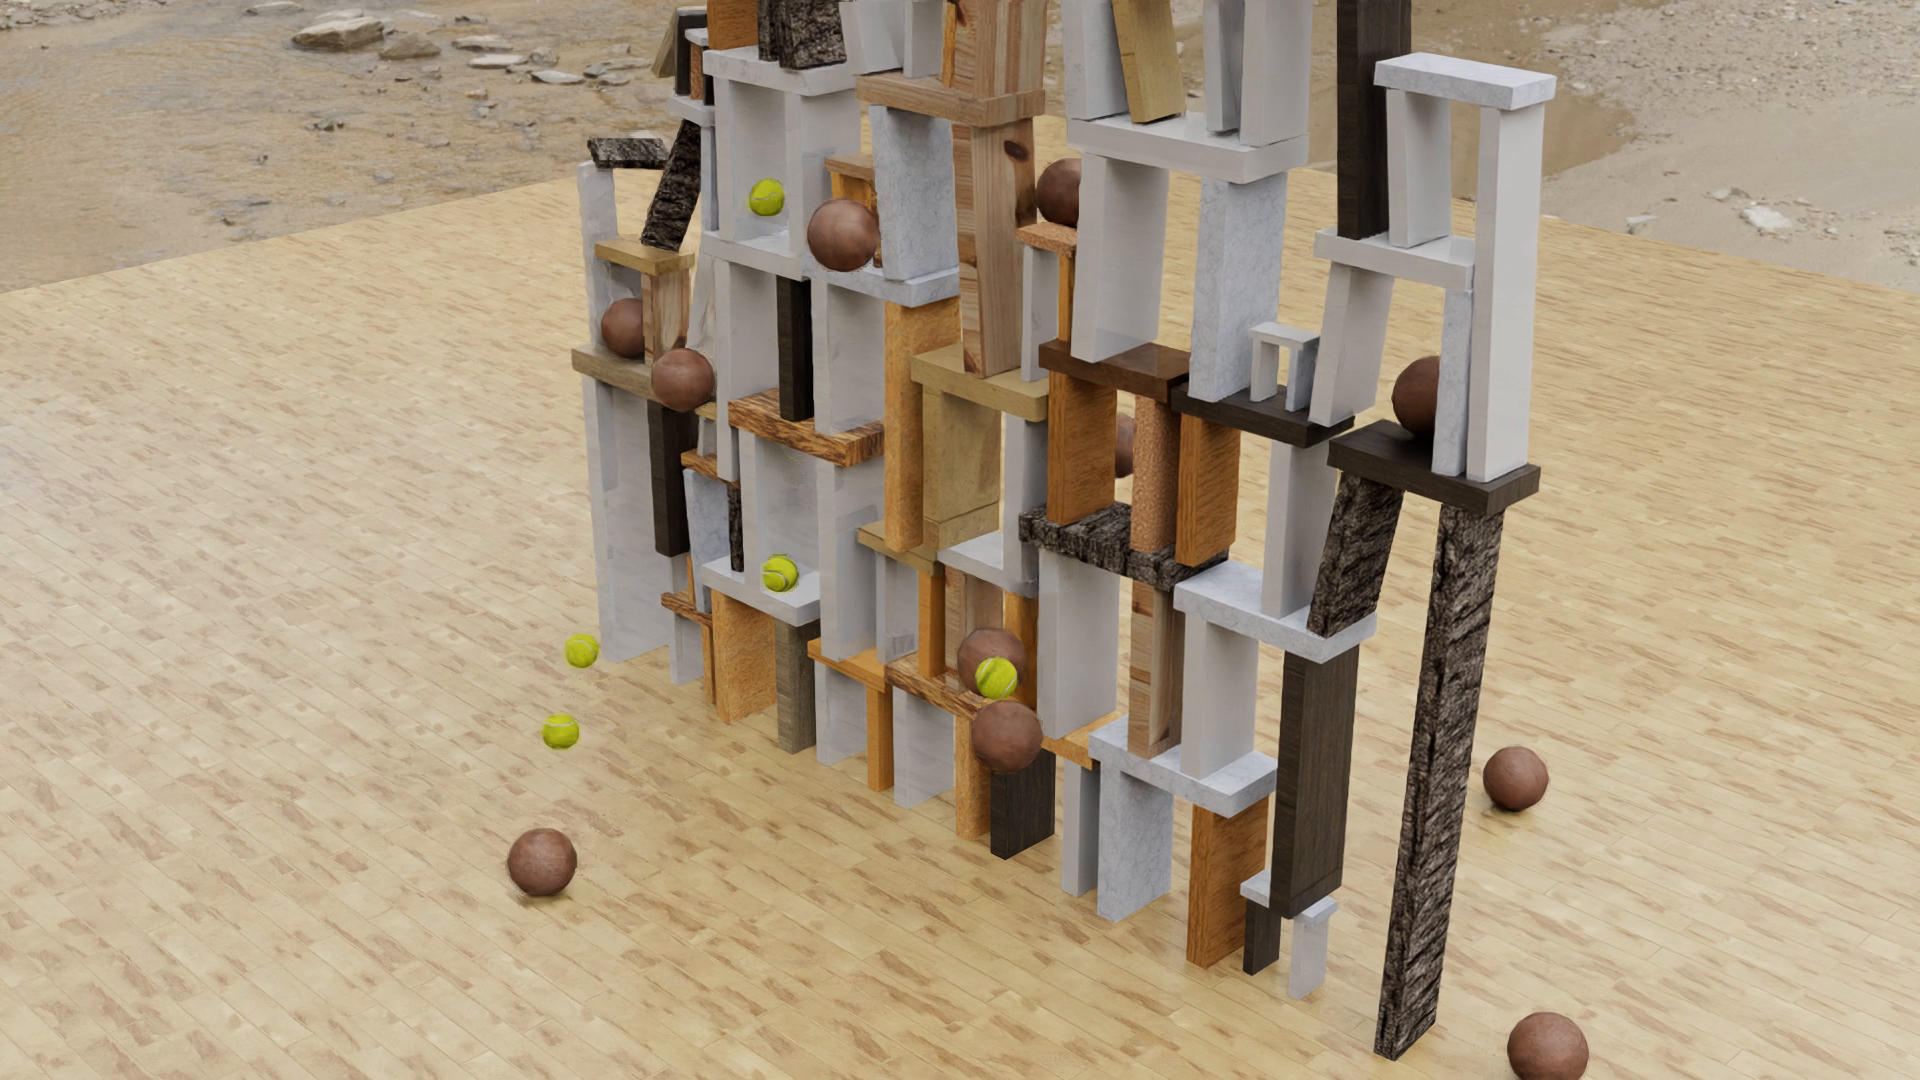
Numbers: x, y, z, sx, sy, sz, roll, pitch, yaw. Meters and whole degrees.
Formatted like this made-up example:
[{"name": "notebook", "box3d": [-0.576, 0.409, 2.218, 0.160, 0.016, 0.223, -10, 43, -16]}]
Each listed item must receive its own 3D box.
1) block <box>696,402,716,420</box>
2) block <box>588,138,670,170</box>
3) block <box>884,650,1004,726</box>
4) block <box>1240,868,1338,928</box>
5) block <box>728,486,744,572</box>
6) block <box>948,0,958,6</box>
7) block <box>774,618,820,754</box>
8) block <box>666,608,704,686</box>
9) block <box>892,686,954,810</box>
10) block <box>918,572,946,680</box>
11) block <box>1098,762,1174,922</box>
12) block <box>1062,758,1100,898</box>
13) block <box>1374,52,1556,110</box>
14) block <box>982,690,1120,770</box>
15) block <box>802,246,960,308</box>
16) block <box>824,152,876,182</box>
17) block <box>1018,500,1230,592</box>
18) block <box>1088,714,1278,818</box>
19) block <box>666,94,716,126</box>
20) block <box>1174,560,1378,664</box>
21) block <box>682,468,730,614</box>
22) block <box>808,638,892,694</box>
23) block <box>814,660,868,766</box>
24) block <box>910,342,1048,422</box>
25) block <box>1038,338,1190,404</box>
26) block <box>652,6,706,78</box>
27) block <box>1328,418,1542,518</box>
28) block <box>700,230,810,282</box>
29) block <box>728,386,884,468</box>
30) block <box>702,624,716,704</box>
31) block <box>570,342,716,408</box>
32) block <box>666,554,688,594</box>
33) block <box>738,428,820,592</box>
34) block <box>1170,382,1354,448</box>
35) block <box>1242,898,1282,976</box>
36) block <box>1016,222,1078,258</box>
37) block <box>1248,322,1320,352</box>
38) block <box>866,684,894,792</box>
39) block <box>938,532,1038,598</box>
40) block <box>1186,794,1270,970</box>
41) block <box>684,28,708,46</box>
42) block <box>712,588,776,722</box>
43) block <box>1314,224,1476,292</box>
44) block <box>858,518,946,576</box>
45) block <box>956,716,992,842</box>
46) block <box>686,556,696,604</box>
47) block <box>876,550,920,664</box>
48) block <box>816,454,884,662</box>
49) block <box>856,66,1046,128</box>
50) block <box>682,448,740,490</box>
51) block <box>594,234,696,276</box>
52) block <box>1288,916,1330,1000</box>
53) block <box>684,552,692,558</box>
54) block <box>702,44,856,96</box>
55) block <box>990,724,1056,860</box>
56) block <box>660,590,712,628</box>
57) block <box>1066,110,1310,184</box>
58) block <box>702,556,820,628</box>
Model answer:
[{"name": "block", "box3d": [-0.506, -0.268, 4.642, 0.096, 0.014, 0.048, 19, 31, 31]}, {"name": "block", "box3d": [-0.715, -0.837, 4.759, 0.164, 0.023, 0.082, -4, 46, -28]}, {"name": "block", "box3d": [-0.011, 0.285, 4.355, 0.134, 0.038, 0.268, -21, 31, -40]}, {"name": "block", "box3d": [0.577, 0.627, 3.860, 0.154, 0.022, 0.077, 21, 31, 40]}, {"name": "block", "box3d": [-0.448, -0.037, 4.693, 0.027, 0.193, 0.096, 19, 29, 38]}, {"name": "block", "box3d": [-0.019, -0.972, 3.843, 0.073, 0.021, 0.147, -16, 42, -36]}, {"name": "block", "box3d": [-0.318, 0.287, 4.686, 0.044, 0.310, 0.155, 21, 31, 41]}, {"name": "block", "box3d": [-0.615, 0.228, 4.983, 0.027, 0.187, 0.094, 21, 31, 41]}, {"name": "block", "box3d": [-0.073, 0.401, 4.473, 0.134, 0.268, 0.038, -21, 31, -40]}, {"name": "block", "box3d": [-0.028, 0.150, 4.331, 0.114, 0.228, 0.032, -20, 31, -39]}, {"name": "block", "box3d": [0.328, 0.534, 4.089, 0.046, 0.322, 0.161, 21, 31, 40]}, {"name": "block", "box3d": [0.258, 0.521, 4.168, 0.142, 0.284, 0.040, -21, 31, -41]}, {"name": "block", "box3d": [0.726, -0.662, 3.168, 0.229, 0.033, 0.115, 22, 31, 40]}, {"name": "block", "box3d": [0.191, 0.345, 4.167, 0.284, 0.040, 0.142, 21, 31, 41]}, {"name": "block", "box3d": [-0.141, -0.509, 4.176, 0.155, 0.044, 0.310, -21, 30, -40]}, {"name": "block", "box3d": [-0.168, -0.698, 4.119, 0.162, 0.023, 0.081, 20, 30, 40]}, {"name": "block", "box3d": [0.288, -0.003, 3.892, 0.340, 0.048, 0.170, 19, 30, 38]}, {"name": "block", "box3d": [0.405, 0.394, 3.948, 0.322, 0.046, 0.161, 21, 31, 40]}, {"name": "block", "box3d": [-0.503, -0.866, 4.414, 0.107, 0.030, 0.214, -11, 23, -24]}, {"name": "block", "box3d": [0.528, 0.117, 3.699, 0.308, 0.044, 0.154, 21, 31, 40]}, {"name": "block", "box3d": [-0.545, -0.009, 4.804, 0.027, 0.333, 0.096, 18, 31, 38]}, {"name": "block", "box3d": [-0.192, 0.244, 4.536, 0.118, 0.034, 0.237, -21, 31, -40]}, {"name": "block", "box3d": [-0.249, 0.347, 4.639, 0.118, 0.237, 0.034, -21, 31, -41]}, {"name": "block", "box3d": [0.079, -0.294, 4.016, 0.161, 0.046, 0.321, -20, 30, -40]}, {"name": "block", "box3d": [0.286, -0.302, 3.765, 0.281, 0.040, 0.140, 20, 30, 39]}, {"name": "block", "box3d": [-0.565, -1.017, 4.489, 0.083, 0.166, 0.024, -17, 62, -38]}, {"name": "block", "box3d": [0.729, -0.114, 3.392, 0.289, 0.041, 0.144, 22, 31, 40]}, {"name": "block", "box3d": [-0.363, -0.578, 4.377, 0.297, 0.042, 0.148, 21, 30, 39]}, {"name": "block", "box3d": [-0.288, -0.236, 4.449, 0.350, 0.050, 0.175, 21, 31, 40]}, {"name": "block", "box3d": [-0.527, 0.263, 4.902, 0.094, 0.187, 0.027, -21, 31, -41]}, {"name": "block", "box3d": [-0.670, -0.376, 4.802, 0.177, 0.050, 0.355, -21, 31, -41]}, {"name": "block", "box3d": [-0.629, 0.061, 4.928, 0.055, 0.111, 0.016, -21, 31, -41]}, {"name": "block", "box3d": [-0.373, -0.083, 4.601, 0.175, 0.350, 0.050, -21, 31, -41]}, {"name": "block", "box3d": [0.493, -0.217, 3.593, 0.270, 0.038, 0.135, 20, 31, 39]}, {"name": "block", "box3d": [0.541, 0.694, 3.928, 0.077, 0.154, 0.022, -21, 31, -40]}, {"name": "block", "box3d": [0.175, -0.521, 3.812, 0.076, 0.021, 0.151, -17, 27, -34]}, {"name": "block", "box3d": [0.519, -0.325, 3.510, 0.105, 0.015, 0.053, 20, 31, 39]}, {"name": "block", "box3d": [-0.137, 0.391, 4.536, 0.118, 0.237, 0.034, -21, 31, -41]}, {"name": "block", "box3d": [0.087, 0.041, 4.152, 0.124, 0.035, 0.247, -20, 30, -40]}, {"name": "block", "box3d": [0.481, 0.594, 3.948, 0.046, 0.322, 0.161, 21, 31, 41]}, {"name": "block", "box3d": [-0.500, -0.993, 4.343, 0.059, 0.017, 0.118, -7, 23, -20]}, {"name": "block", "box3d": [-0.464, 0.230, 4.821, 0.044, 0.310, 0.155, 21, 31, 41]}, {"name": "block", "box3d": [0.683, -0.432, 3.306, 0.135, 0.038, 0.271, -21, 31, -40]}, {"name": "block", "box3d": [-0.084, 0.008, 4.330, 0.114, 0.032, 0.228, -19, 30, -38]}, {"name": "block", "box3d": [0.053, 0.450, 4.356, 0.134, 0.268, 0.038, -21, 31, -40]}, {"name": "block", "box3d": [-0.577, 0.081, 4.880, 0.055, 0.111, 0.016, -21, 31, -40]}, {"name": "block", "box3d": [-0.113, 0.116, 4.457, 0.114, 0.264, 0.032, -14, 27, -33]}, {"name": "block", "box3d": [-0.205, 0.019, 4.469, 0.050, 0.434, 0.175, 21, 30, 40]}, {"name": "block", "box3d": [-0.018, -0.794, 3.917, 0.316, 0.045, 0.158, 21, 30, 39]}, {"name": "block", "box3d": [-0.494, -0.158, 4.689, 0.193, 0.027, 0.096, 22, 31, 37]}, {"name": "block", "box3d": [-0.675, -0.611, 4.709, 0.106, 0.030, 0.212, -21, 31, -41]}, {"name": "block", "box3d": [0.613, 0.723, 3.860, 0.022, 0.154, 0.077, 21, 31, 40]}, {"name": "block", "box3d": [-0.603, 0.013, 4.880, 0.055, 0.016, 0.111, -21, 30, -40]}, {"name": "block", "box3d": [-0.335, -0.904, 4.210, 0.307, 0.043, 0.153, 21, 30, 39]}, {"name": "block", "box3d": [0.124, 0.469, 4.292, 0.040, 0.284, 0.142, 21, 31, 41]}, {"name": "block", "box3d": [-0.571, 0.147, 4.901, 0.094, 0.027, 0.187, -21, 31, -41]}, {"name": "block", "box3d": [0.364, -0.644, 3.545, 0.354, 0.050, 0.177, 20, 30, 38]}, {"name": "block", "box3d": [-0.391, 0.096, 4.684, 0.310, 0.044, 0.155, 21, 31, 41]}]
